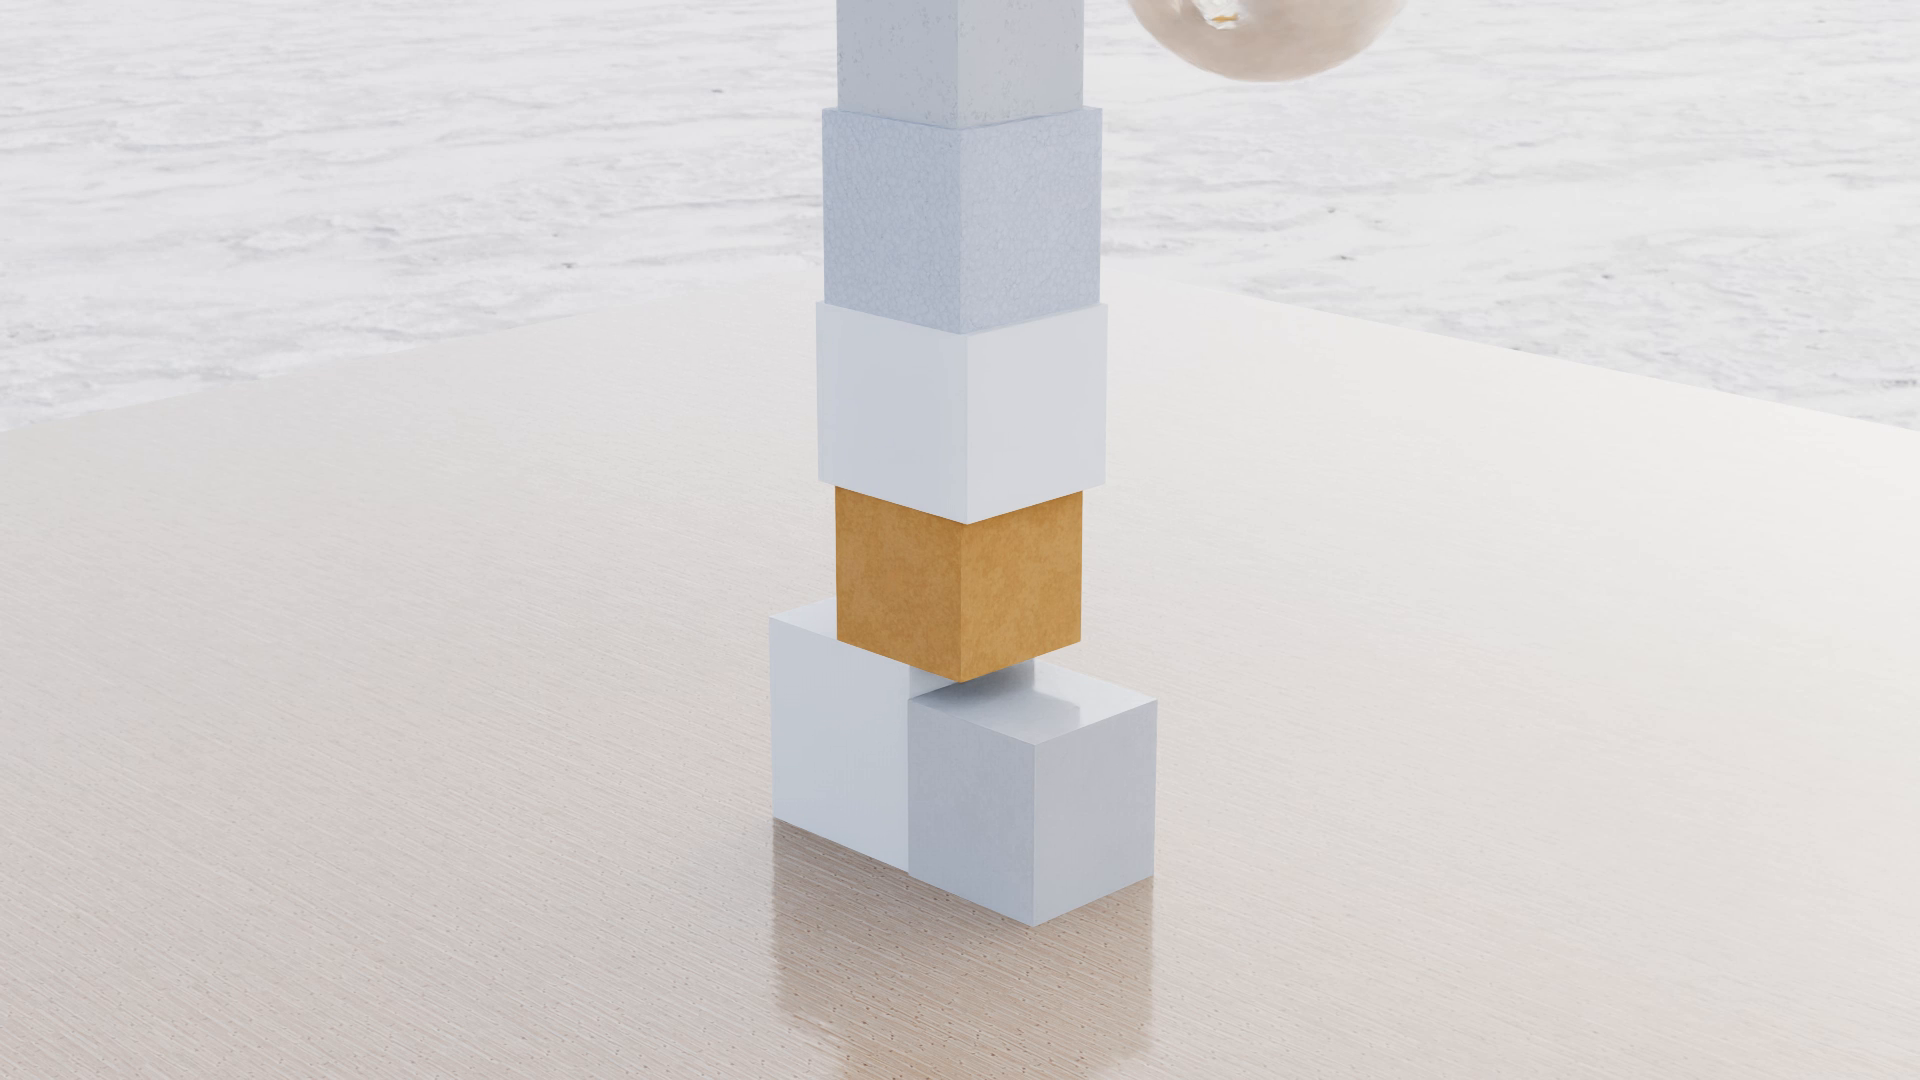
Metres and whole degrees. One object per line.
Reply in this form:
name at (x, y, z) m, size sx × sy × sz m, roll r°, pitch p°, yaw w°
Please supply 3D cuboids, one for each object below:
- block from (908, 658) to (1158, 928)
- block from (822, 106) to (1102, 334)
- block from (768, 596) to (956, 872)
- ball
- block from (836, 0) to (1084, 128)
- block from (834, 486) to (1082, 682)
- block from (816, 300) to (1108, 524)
block at (0.327, 1.127, 13.326) m, size 0.803 × 0.860 × 0.791 m, roll -17°, pitch 24°, yaw -42°
block at (0.010, -1.466, 12.891) m, size 0.877 × 0.865 × 0.853 m, roll -17°, pitch 24°, yaw -42°
block at (-0.275, 0.859, 13.917) m, size 0.820 × 1.016 × 0.951 m, roll -17°, pitch 24°, yaw -42°
ball at (1.467, -2.978, 13.943) m, size 1.600 × 1.600 × 1.600 m, roll 0°, pitch 17°, yaw 0°
block at (0.002, -2.265, 12.632) m, size 0.770 × 0.814 × 0.739 m, roll -17°, pitch 24°, yaw -42°
block at (-0.005, 0.103, 13.368) m, size 0.780 × 0.756 × 0.807 m, roll -17°, pitch 24°, yaw -42°
block at (0.007, -0.657, 13.142) m, size 0.884 × 0.830 × 0.953 m, roll -17°, pitch 24°, yaw -42°
